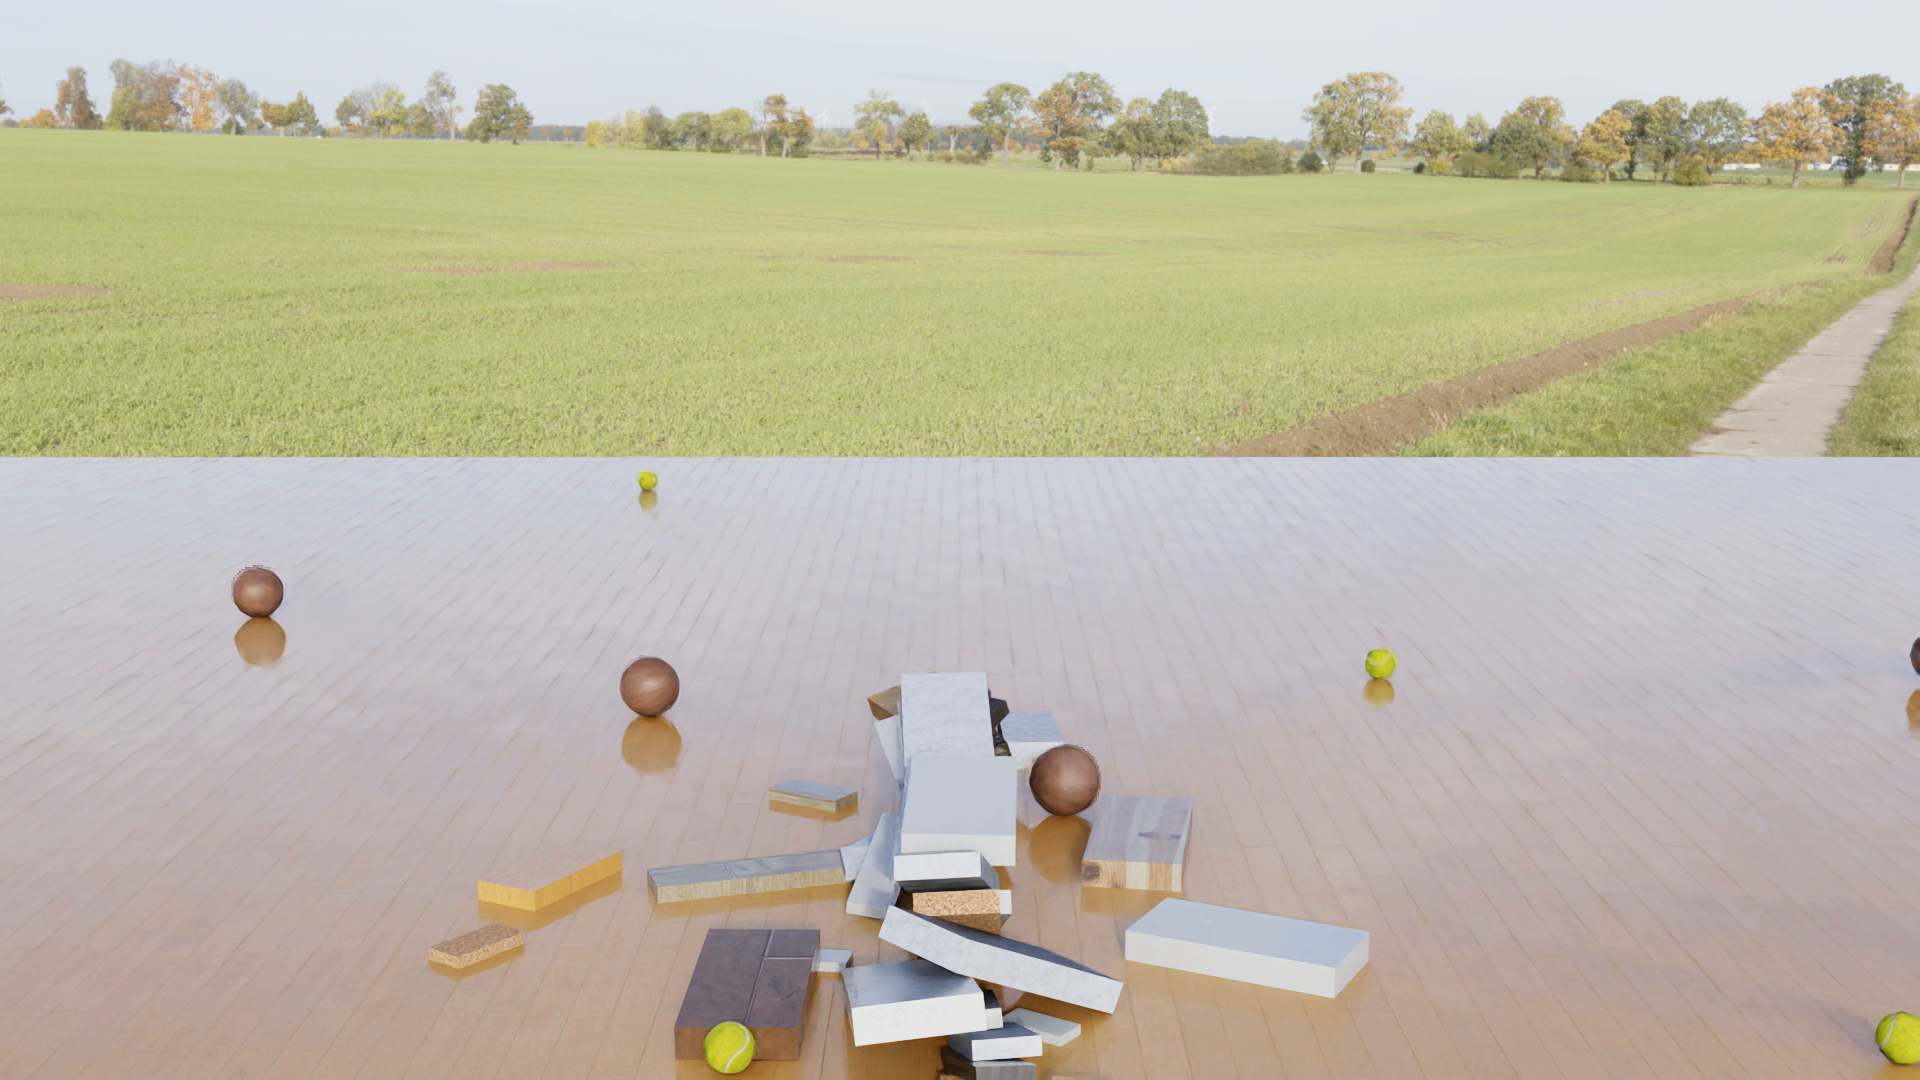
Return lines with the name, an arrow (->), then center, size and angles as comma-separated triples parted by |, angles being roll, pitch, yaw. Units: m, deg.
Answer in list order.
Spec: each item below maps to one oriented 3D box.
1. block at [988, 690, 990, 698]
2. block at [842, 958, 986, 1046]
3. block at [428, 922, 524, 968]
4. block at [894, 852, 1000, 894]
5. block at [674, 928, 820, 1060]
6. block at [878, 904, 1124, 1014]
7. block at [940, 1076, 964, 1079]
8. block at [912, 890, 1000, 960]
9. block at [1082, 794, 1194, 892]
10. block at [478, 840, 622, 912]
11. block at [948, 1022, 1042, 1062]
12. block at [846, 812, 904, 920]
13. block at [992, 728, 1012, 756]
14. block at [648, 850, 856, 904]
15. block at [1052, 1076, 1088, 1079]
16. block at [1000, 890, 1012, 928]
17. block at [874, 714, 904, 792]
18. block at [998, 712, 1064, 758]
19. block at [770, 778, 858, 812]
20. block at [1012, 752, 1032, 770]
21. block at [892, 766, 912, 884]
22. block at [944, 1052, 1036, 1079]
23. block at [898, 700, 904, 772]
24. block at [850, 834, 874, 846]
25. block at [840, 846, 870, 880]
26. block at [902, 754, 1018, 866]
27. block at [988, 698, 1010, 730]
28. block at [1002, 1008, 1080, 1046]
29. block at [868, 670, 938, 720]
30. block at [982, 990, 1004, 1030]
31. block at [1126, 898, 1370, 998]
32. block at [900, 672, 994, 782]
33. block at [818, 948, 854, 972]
block -> 0.005, 0.368, 4.770 | 0.118, 0.034, 0.237 | 0, 11, 2
block -> -0.069, 0.626, 3.009 | 0.169, 0.048, 0.408 | -6, -4, -5
block -> -0.748, 0.629, 3.409 | 0.067, 0.019, 0.134 | 8, 13, 36
block -> -0.017, 0.498, 3.242 | 0.124, 0.035, 0.247 | -4, -17, 7
block -> -0.301, 0.650, 3.170 | 0.169, 0.048, 0.338 | 0, 13, 2
block -> 0.061, 0.596, 3.121 | 0.333, 0.047, 0.166 | 25, -7, -42
block -> 0.008, 0.734, 2.831 | 0.080, 0.023, 0.159 | 1, 11, 4
block -> -0.003, 0.574, 3.247 | 0.124, 0.035, 0.247 | -3, -27, -1
block -> 0.317, 0.529, 3.870 | 0.167, 0.047, 0.375 | 2, 11, 9
block -> -0.690, 0.565, 3.713 | 0.118, 0.034, 0.237 | 6, 12, 27
block -> 0.045, 0.678, 2.977 | 0.093, 0.026, 0.186 | -2, -6, -11
block -> -0.121, 0.542, 3.666 | 0.076, 0.022, 0.276 | 9, 26, 7
block -> -0.014, 0.382, 4.217 | 0.144, 0.041, 0.433 | -20, 12, -7
block -> -0.353, 0.567, 3.717 | 0.336, 0.027, 0.096 | -3, 11, -18
block -> 0.147, 0.738, 2.802 | 0.093, 0.026, 0.186 | 2, 11, 13
block -> 0.005, 0.572, 3.369 | 0.124, 0.035, 0.247 | -1, -17, -5
block -> -0.084, 0.368, 3.899 | 0.096, 0.027, 0.193 | -20, 29, -4
block -> 0.144, 0.405, 4.574 | 0.118, 0.034, 0.237 | -1, 11, -3
block -> -0.278, 0.485, 4.178 | 0.152, 0.022, 0.076 | 6, 12, 30
block -> 0.035, 0.436, 4.226 | 0.108, 0.030, 0.215 | -6, -6, -32
block -> -0.020, 0.453, 3.505 | 0.151, 0.043, 0.301 | 1, 22, 3
block -> 0.038, 0.696, 2.899 | 0.080, 0.023, 0.159 | 2, -7, -15
block -> -0.022, 0.384, 3.763 | 0.151, 0.043, 0.362 | -2, 27, -4
block -> -0.132, 0.531, 3.810 | 0.067, 0.019, 0.134 | 15, 16, 26
block -> -0.132, 0.543, 3.711 | 0.134, 0.019, 0.067 | -1, 28, -12
block -> 0.003, 0.416, 3.416 | 0.169, 0.048, 0.338 | 1, 14, 2
block -> -0.006, 0.348, 3.948 | 0.096, 0.027, 0.193 | 8, 38, 38
block -> 0.112, 0.687, 3.105 | 0.105, 0.015, 0.053 | 7, 13, 35
block -> -0.067, 0.317, 4.187 | 0.144, 0.041, 0.289 | -21, 12, -15
block -> 0.006, 0.659, 3.076 | 0.093, 0.026, 0.186 | -6, -4, -3
block -> 0.440, 0.622, 3.369 | 0.333, 0.047, 0.166 | 5, 12, 27
block -> -0.023, 0.324, 3.787 | 0.151, 0.043, 0.301 | -1, 27, -2
block -> -0.220, 0.640, 3.357 | 0.105, 0.015, 0.053 | 2, 11, 9
